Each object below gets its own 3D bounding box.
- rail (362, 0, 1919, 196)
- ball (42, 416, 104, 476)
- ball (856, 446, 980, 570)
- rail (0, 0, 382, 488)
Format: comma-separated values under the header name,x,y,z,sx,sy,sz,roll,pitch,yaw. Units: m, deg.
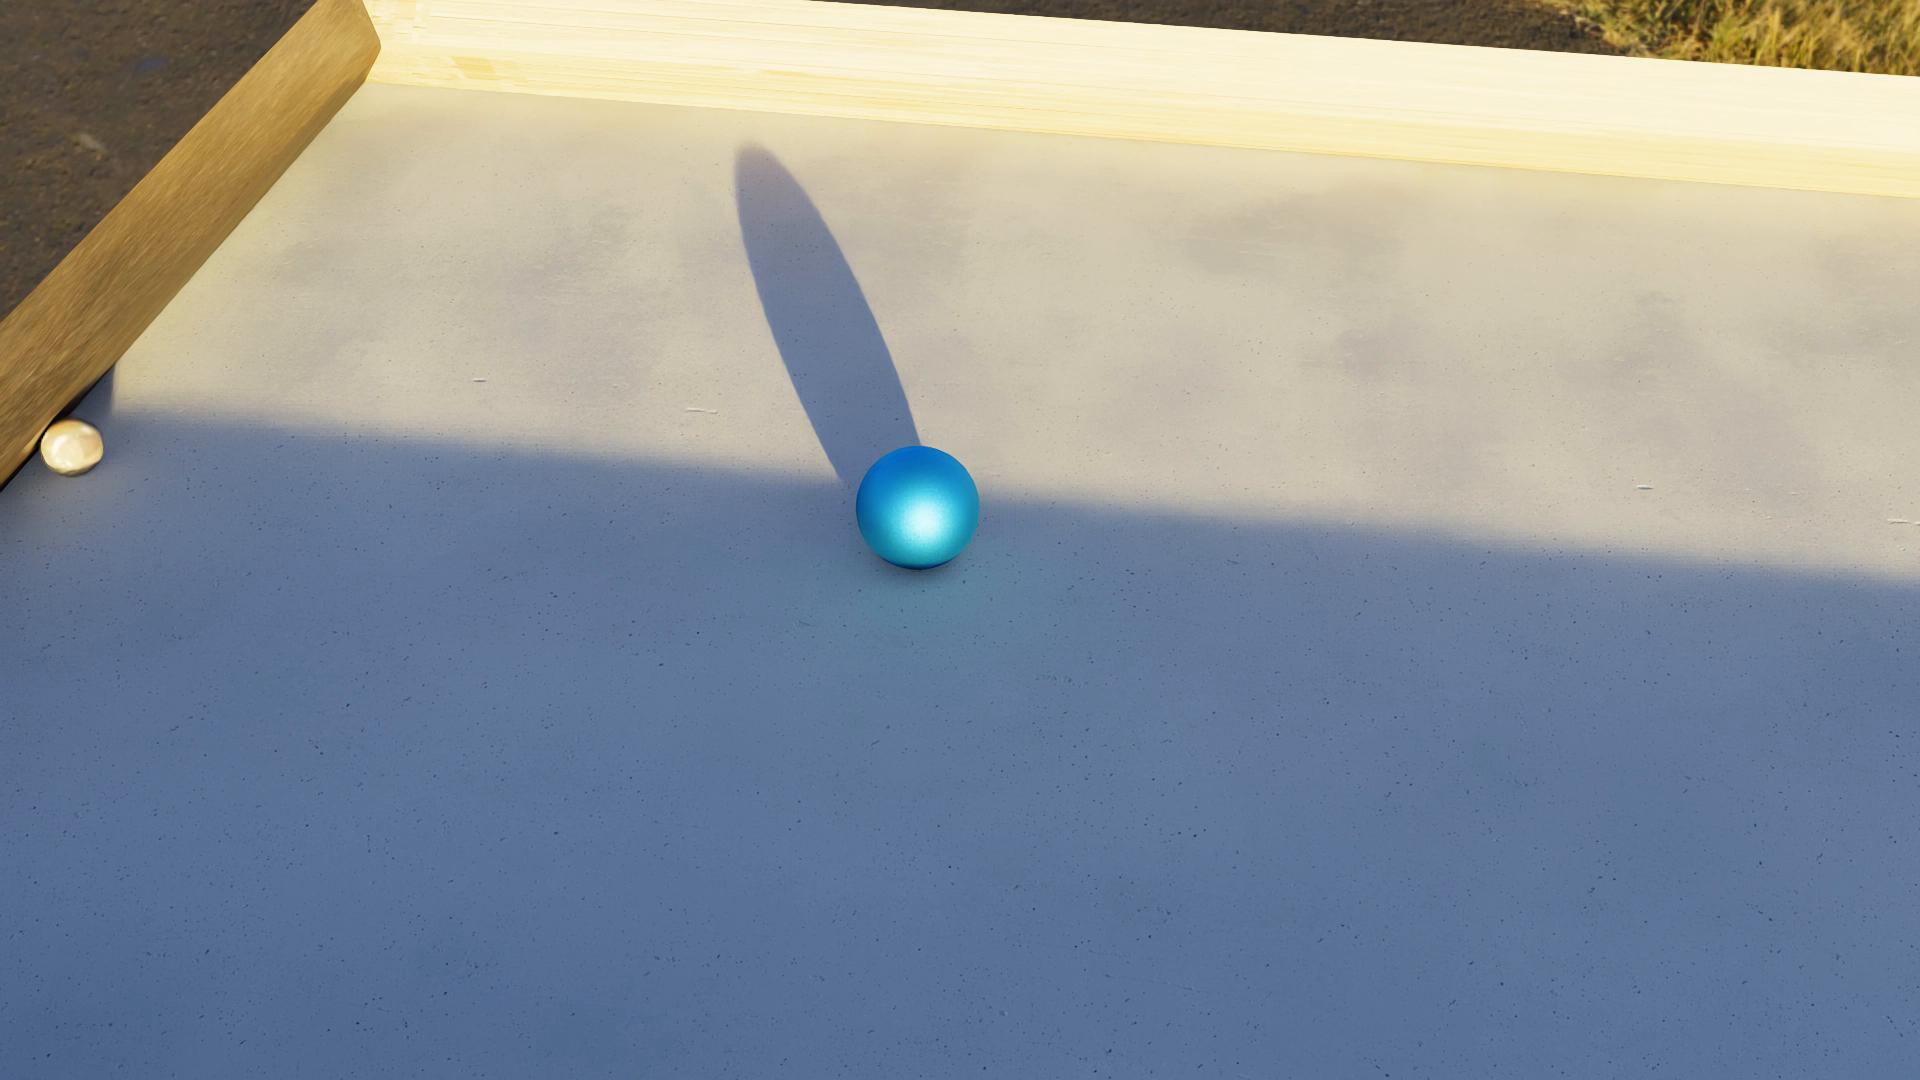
name,x,y,z,sx,sy,sz,roll,pitch,yaw
rail,0.923,-0.382,2.496,3.195,0.126,0.045,6,35,8
ball,-0.732,-0.077,2.117,0.049,0.049,0.049,0,34,0
ball,-0.033,-0.025,1.998,0.097,0.097,0.097,0,34,0
rail,-0.763,-0.098,2.077,0.045,0.126,1.626,6,35,8
